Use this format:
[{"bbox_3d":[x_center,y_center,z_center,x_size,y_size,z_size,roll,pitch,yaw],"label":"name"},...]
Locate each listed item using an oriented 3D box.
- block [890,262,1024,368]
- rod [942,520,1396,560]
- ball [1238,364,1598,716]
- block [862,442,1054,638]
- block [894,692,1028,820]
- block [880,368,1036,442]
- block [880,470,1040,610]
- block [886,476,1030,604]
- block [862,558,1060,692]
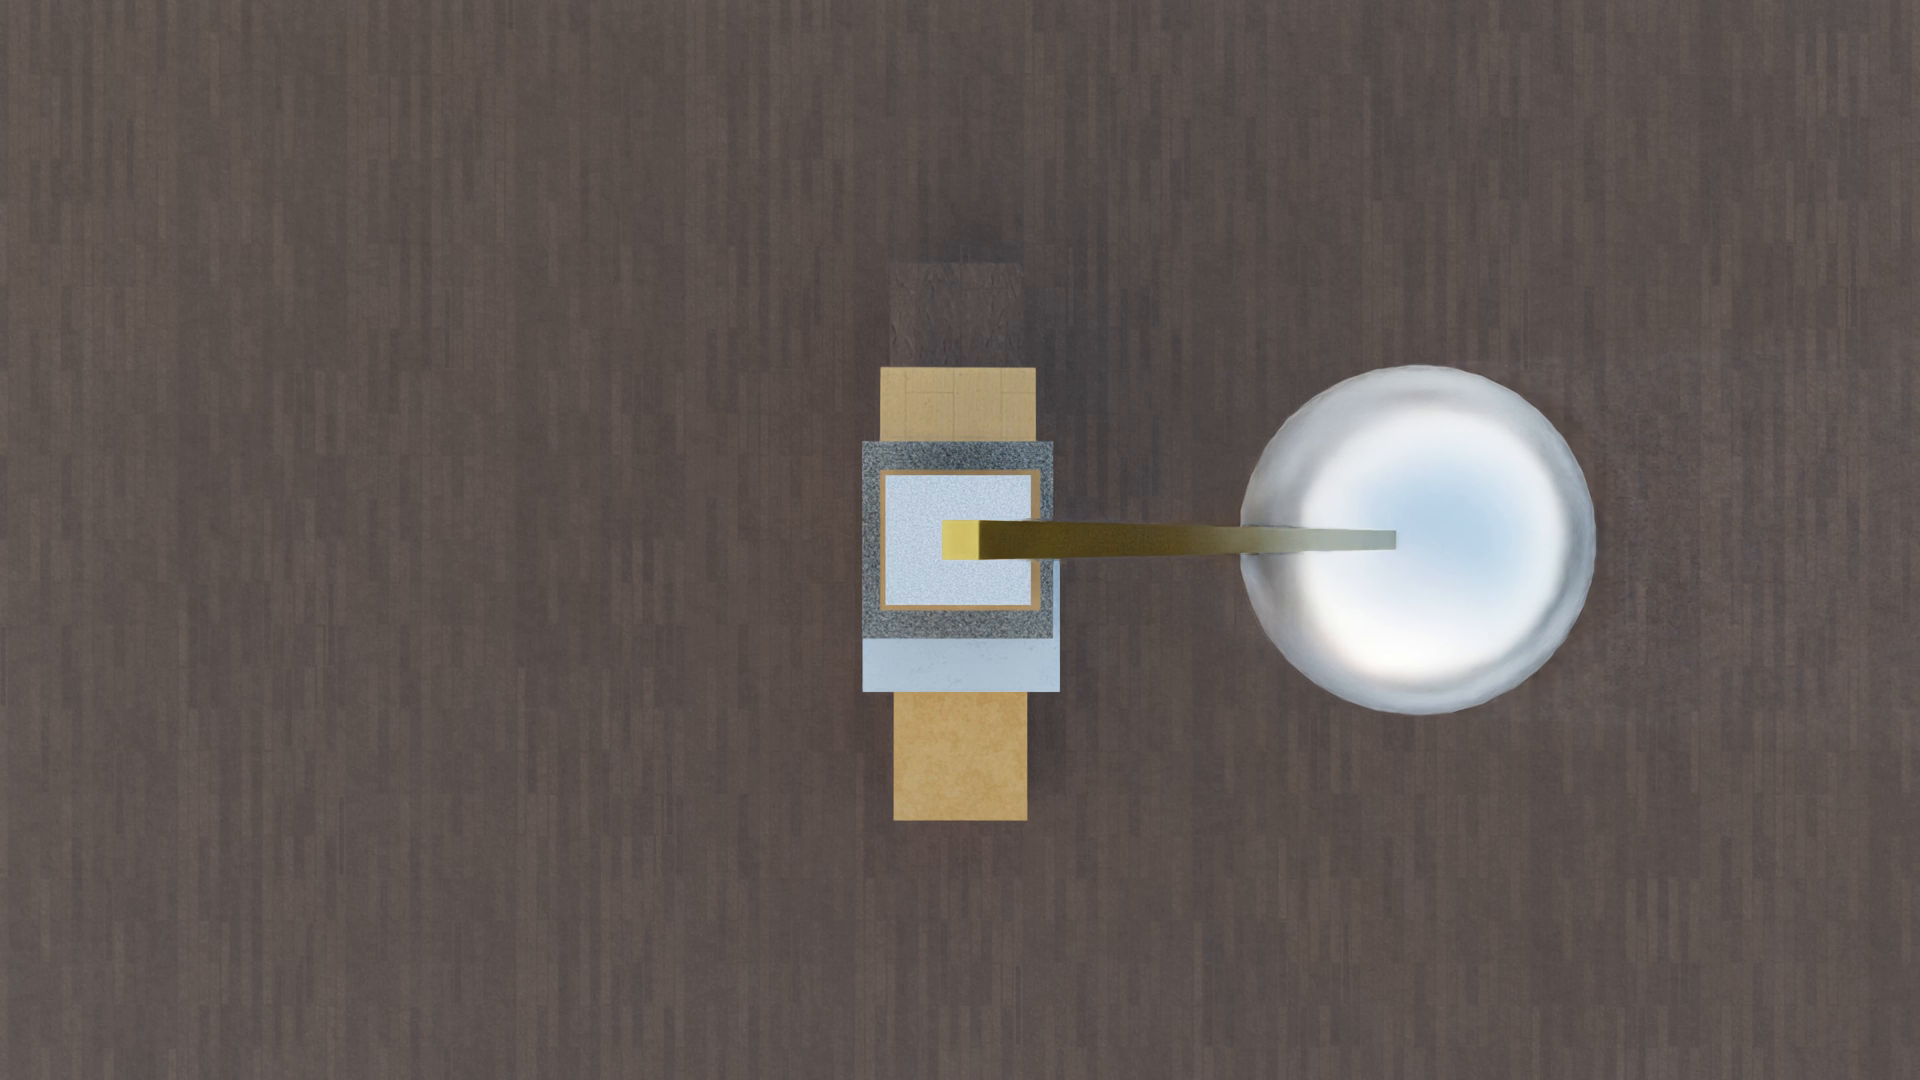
[{"bbox_3d":[-0.017,-1.211,12.667,0.749,0.667,0.686,0,90,0],"label":"block"},{"bbox_3d":[0.899,0.000,6.841,0.080,5.200,0.080,0,90,20],"label":"rod"},{"bbox_3d":[2.074,0.000,10.032,1.600,1.600,1.600,0,90,0],"label":"ball"},{"bbox_3d":[-0.011,0.000,10.893,0.913,0.776,0.943,0,90,0],"label":"block"},{"bbox_3d":[0.002,1.158,12.594,0.740,0.811,0.792,0,90,0],"label":"block"},{"bbox_3d":[-0.011,-0.501,11.846,0.812,0.744,0.692,0,80,0],"label":"block"},{"bbox_3d":[0.001,0.000,9.542,0.672,0.644,0.591,0,90,0],"label":"block"},{"bbox_3d":[-0.007,0.000,8.945,0.572,0.551,0.511,0,90,0],"label":"block"},{"bbox_3d":[0.006,0.351,11.718,1.010,0.873,0.854,0,90,0],"label":"block"}]
